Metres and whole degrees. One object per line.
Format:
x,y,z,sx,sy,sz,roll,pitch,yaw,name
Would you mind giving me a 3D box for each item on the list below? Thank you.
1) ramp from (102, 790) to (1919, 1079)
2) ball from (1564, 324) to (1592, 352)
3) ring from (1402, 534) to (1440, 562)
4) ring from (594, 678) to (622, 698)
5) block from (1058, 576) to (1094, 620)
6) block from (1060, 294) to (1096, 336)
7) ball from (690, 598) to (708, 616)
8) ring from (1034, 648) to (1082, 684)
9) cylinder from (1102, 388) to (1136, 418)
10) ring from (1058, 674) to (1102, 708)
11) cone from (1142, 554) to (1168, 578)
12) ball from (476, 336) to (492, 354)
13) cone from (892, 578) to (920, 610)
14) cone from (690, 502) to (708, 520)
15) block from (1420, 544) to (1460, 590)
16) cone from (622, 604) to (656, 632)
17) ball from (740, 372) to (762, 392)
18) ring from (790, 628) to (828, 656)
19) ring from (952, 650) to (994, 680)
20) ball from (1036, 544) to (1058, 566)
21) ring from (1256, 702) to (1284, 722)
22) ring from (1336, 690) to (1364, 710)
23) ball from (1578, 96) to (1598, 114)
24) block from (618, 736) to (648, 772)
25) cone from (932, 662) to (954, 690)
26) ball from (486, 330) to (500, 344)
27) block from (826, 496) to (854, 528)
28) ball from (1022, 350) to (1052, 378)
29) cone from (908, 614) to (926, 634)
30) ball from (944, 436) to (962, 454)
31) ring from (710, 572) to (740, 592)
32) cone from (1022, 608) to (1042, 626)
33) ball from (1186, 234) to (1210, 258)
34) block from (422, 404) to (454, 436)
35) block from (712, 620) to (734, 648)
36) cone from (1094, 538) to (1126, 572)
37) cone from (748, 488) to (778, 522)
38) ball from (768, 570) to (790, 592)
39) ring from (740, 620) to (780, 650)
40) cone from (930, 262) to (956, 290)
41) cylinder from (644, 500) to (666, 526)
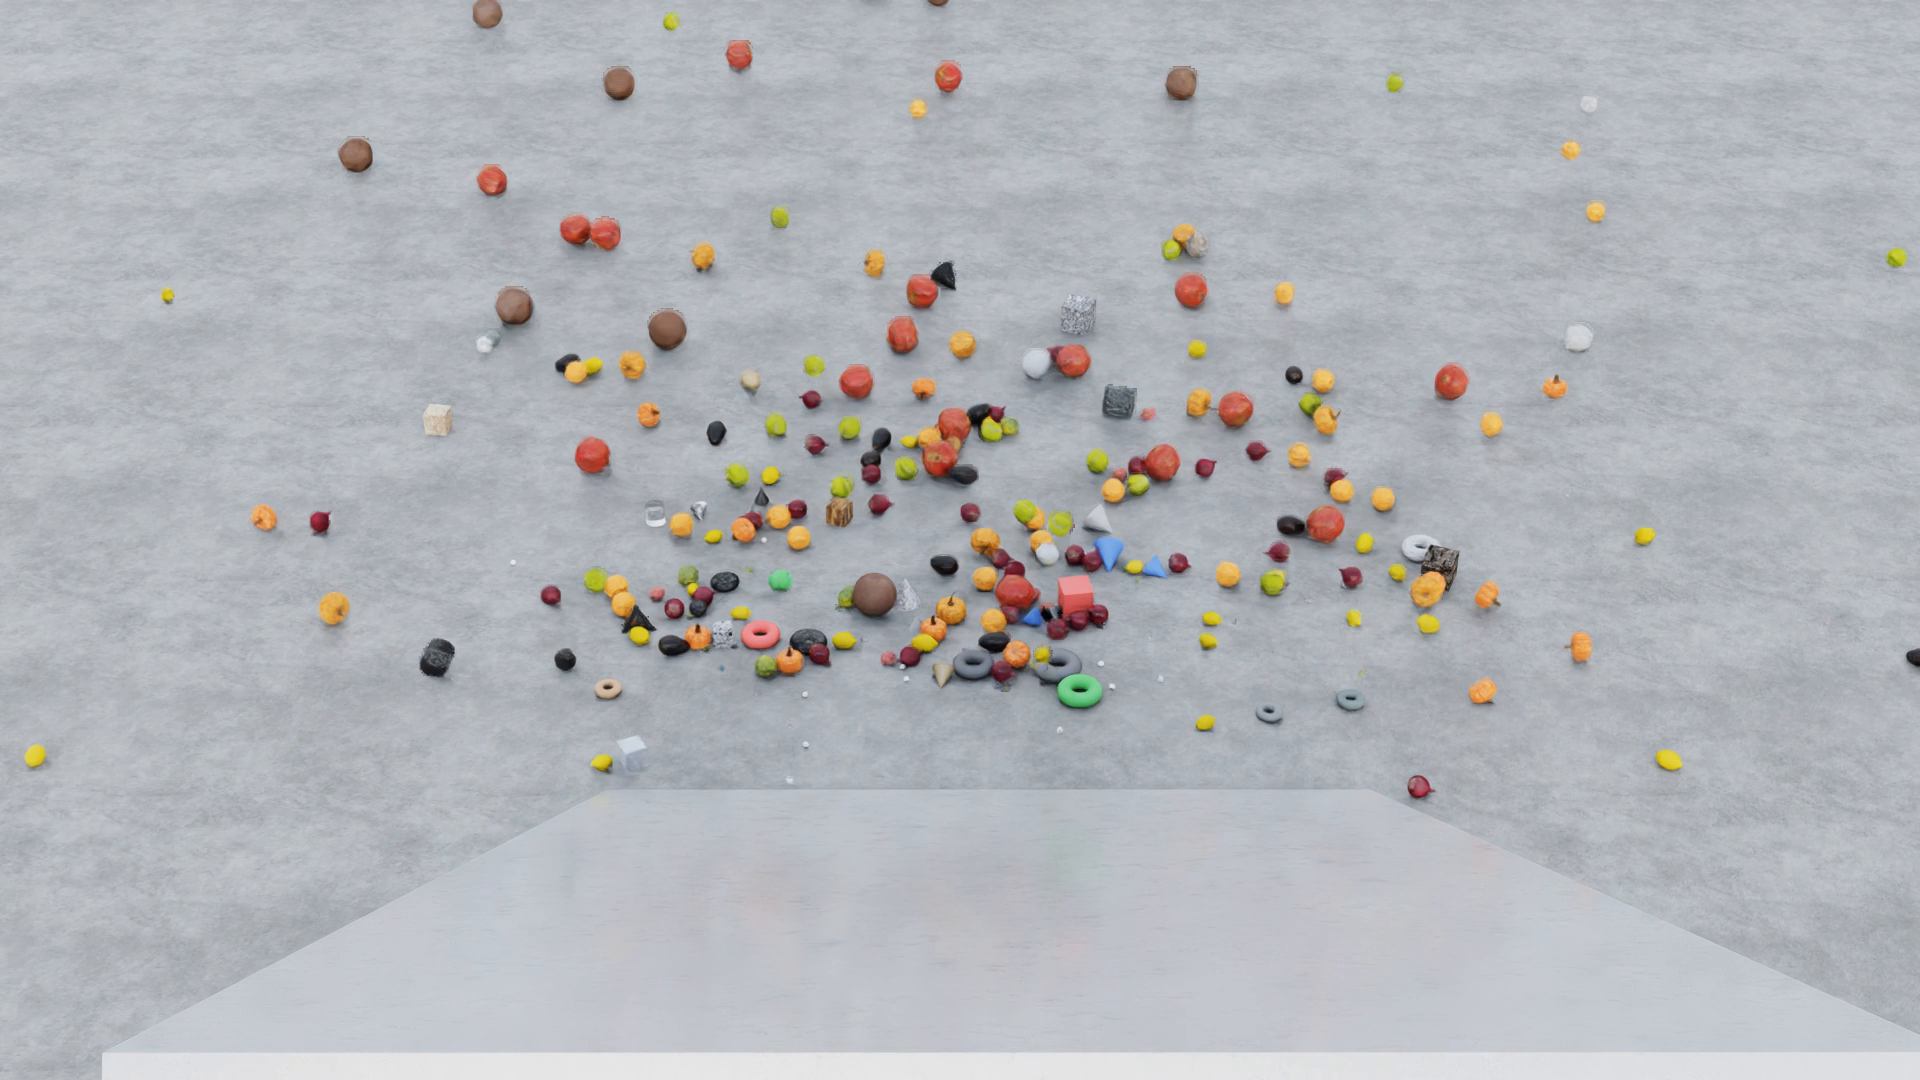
0.075,0.653,4.794,2.000,0.100,4.000,0,-1,0,ramp
2.105,-0.688,8.842,0.093,0.093,0.093,0,34,0,ball
1.393,0.026,7.834,0.121,0.040,0.121,0,33,0,ring
-0.985,0.417,7.268,0.077,0.026,0.077,1,33,-1,ring
0.337,0.168,7.580,0.088,0.088,0.088,-5,34,-8,block
0.410,-0.779,8.975,0.096,0.096,0.096,12,36,17,block
-0.763,0.198,7.569,0.052,0.052,0.052,0,34,0,ball
0.275,0.355,7.341,0.139,0.046,0.139,1,34,-1,ring
0.521,-0.450,8.494,0.090,0.090,0.090,9,35,13,cylinder
0.334,0.421,7.246,0.128,0.043,0.128,-1,35,1,ring
0.593,0.091,7.744,0.071,0.071,0.071,39,44,7,cone
-1.620,-0.664,8.840,0.056,0.056,0.056,0,34,0,ball
-0.159,0.147,7.611,0.087,0.087,0.087,0,34,0,cone
-0.801,-0.081,8.006,0.054,0.054,0.054,-8,61,-12,cone
1.424,0.082,7.706,0.089,0.089,0.089,14,36,20,block
-0.919,0.243,7.511,0.090,0.090,0.090,25,33,-11,cone
-0.694,-0.528,8.628,0.068,0.068,0.068,0,34,0,ball
-0.435,0.292,7.443,0.109,0.036,0.109,1,33,-1,ring
0.037,0.353,7.349,0.120,0.040,0.120,0,33,0,ring
0.262,0.043,7.783,0.068,0.068,0.068,0,34,0,ball
0.856,0.476,7.180,0.077,0.026,0.077,-1,35,0,ring
1.088,0.444,7.227,0.079,0.026,0.079,0,33,0,ring
2.525,-1.750,10.434,0.072,0.072,0.072,0,34,0,ball
-0.882,0.575,7.000,0.061,0.061,0.061,-16,37,-22,block
-0.050,0.390,7.303,0.067,0.067,0.067,4,61,5,cone
-1.601,-0.694,8.889,0.051,0.051,0.051,0,34,0,ball
-0.370,-0.087,7.980,0.062,0.062,0.062,13,36,18,block
0.257,-0.590,8.695,0.096,0.096,0.096,0,34,0,ball
-0.124,0.235,7.513,0.052,0.052,0.052,0,34,0,cone
-0.024,-0.302,8.302,0.059,0.059,0.059,0,34,0,ball
-0.698,0.125,7.697,0.087,0.029,0.087,-1,34,1,ring
0.200,0.231,7.543,0.057,0.057,0.057,-17,28,24,cone
0.861,-1.067,9.411,0.086,0.086,0.086,0,34,0,ball
-1.693,-0.390,8.422,0.071,0.071,0.071,5,34,8,block
-0.682,0.271,7.457,0.055,0.055,0.055,-5,34,-7,block
0.447,0.058,7.783,0.096,0.096,0.096,1,61,2,cone
-0.611,-0.121,8.001,0.096,0.096,0.096,0,34,0,cone
-0.533,0.120,7.674,0.063,0.063,0.063,0,34,0,ball
-0.574,0.273,7.470,0.114,0.038,0.114,0,35,0,ring
-0.040,-0.923,9.236,0.094,0.094,0.094,-23,67,-30,cone
-0.936,-0.082,7.976,0.059,0.059,0.059,0,34,0,cylinder
